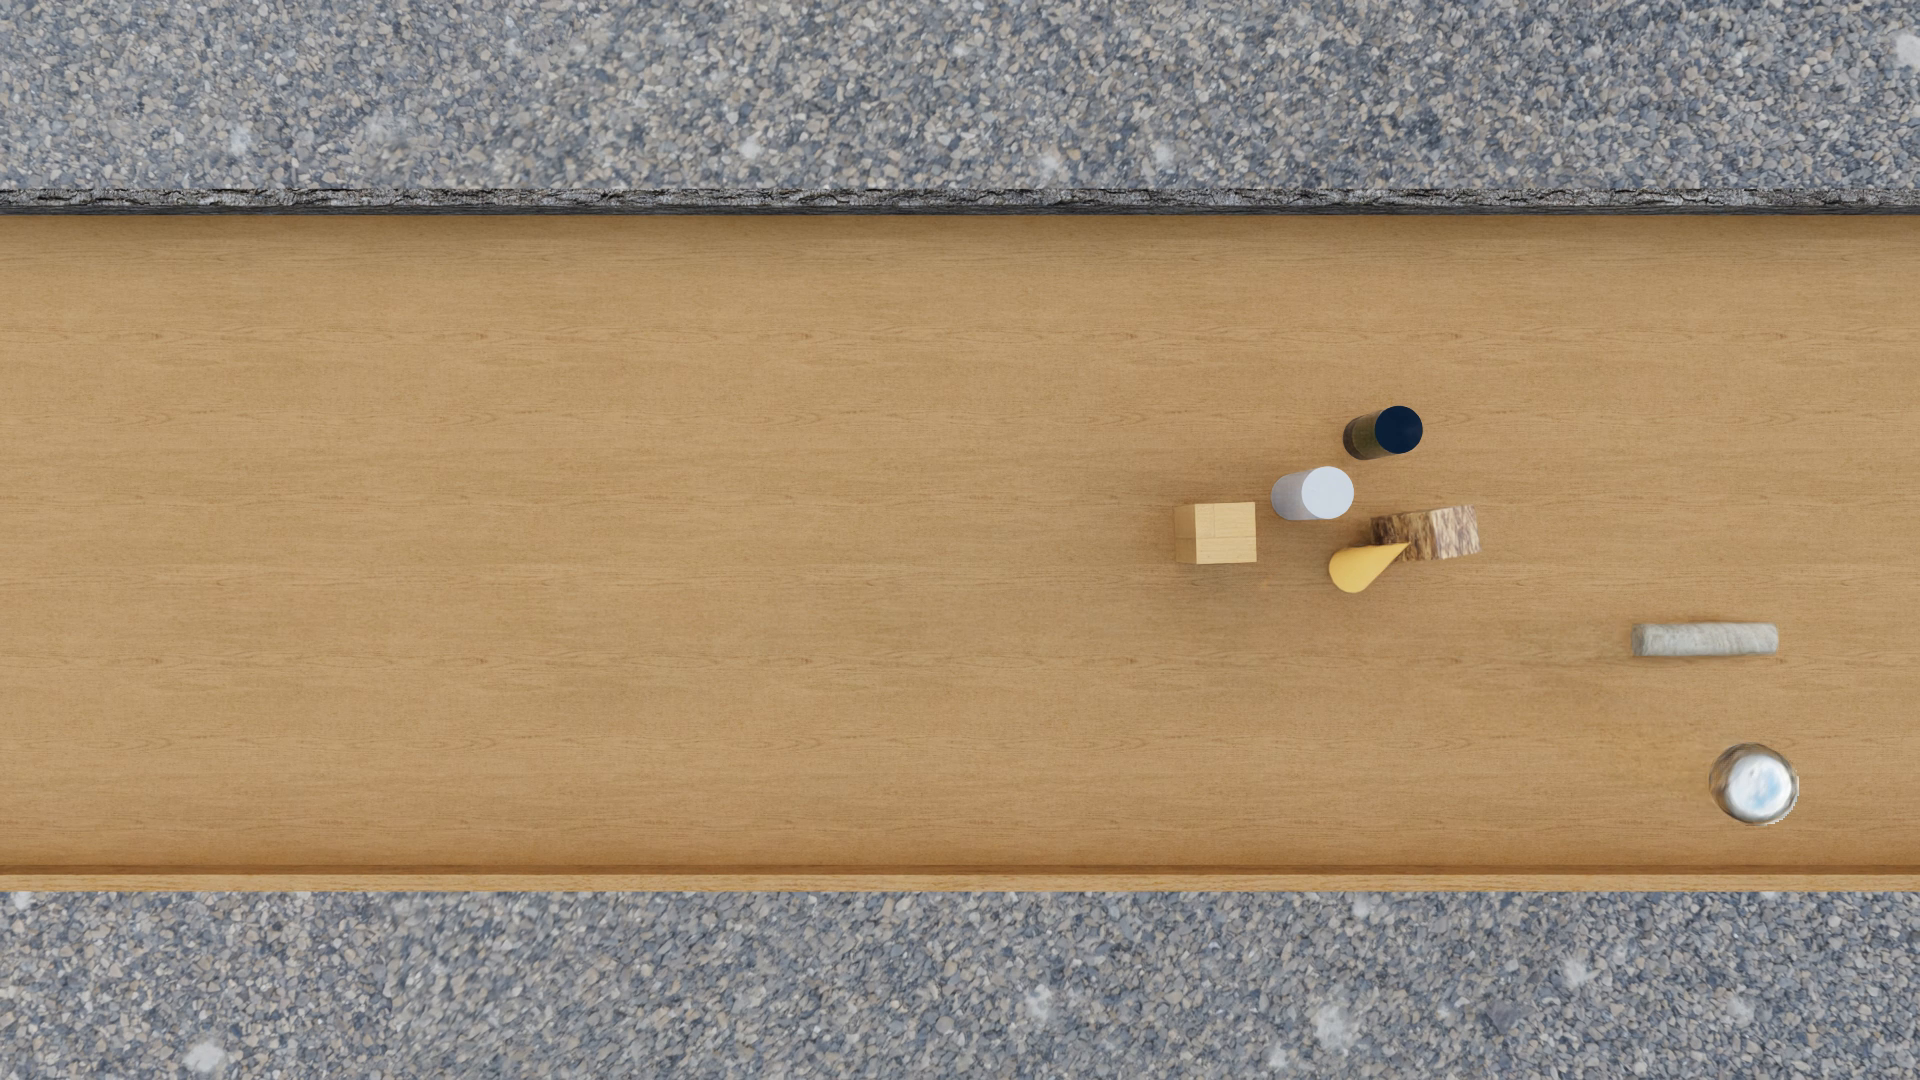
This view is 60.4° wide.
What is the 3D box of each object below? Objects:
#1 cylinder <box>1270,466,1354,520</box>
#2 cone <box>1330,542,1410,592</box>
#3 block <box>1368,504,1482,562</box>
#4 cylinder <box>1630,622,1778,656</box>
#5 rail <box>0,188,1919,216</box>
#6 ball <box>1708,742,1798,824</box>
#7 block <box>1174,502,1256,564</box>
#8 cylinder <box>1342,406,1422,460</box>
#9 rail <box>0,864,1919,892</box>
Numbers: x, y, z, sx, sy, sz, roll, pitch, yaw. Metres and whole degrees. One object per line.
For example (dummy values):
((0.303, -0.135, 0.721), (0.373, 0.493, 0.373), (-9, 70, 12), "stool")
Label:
((1.029, -0.132, 4.847), (0.147, 0.460, 0.147), (0, 90, 0), "cylinder")
((1.239, 0.049, 4.873), (0.139, 0.382, 0.139), (3, 76, -12), "cone")
((1.370, -0.016, 4.884), (0.139, 0.361, 0.139), (-9, 90, -16), "block")
((2.266, 0.302, 5.026), (0.404, 0.101, 0.101), (-1, 90, 0), "cylinder")
((-2.247, -1.025, 5.002), (12.000, 0.150, 0.050), (0, 90, 0), "rail")
((2.287, 0.702, 4.761), (0.231, 0.231, 0.231), (0, 90, 0), "ball")
((0.746, -0.019, 4.853), (0.168, 0.448, 0.168), (-2, 90, 0), "block")
((1.246, -0.313, 4.880), (0.137, 0.393, 0.137), (0, 90, 0), "cylinder")
((-2.247, 1.025, 5.001), (12.000, 0.150, 0.050), (0, 90, 0), "rail")
